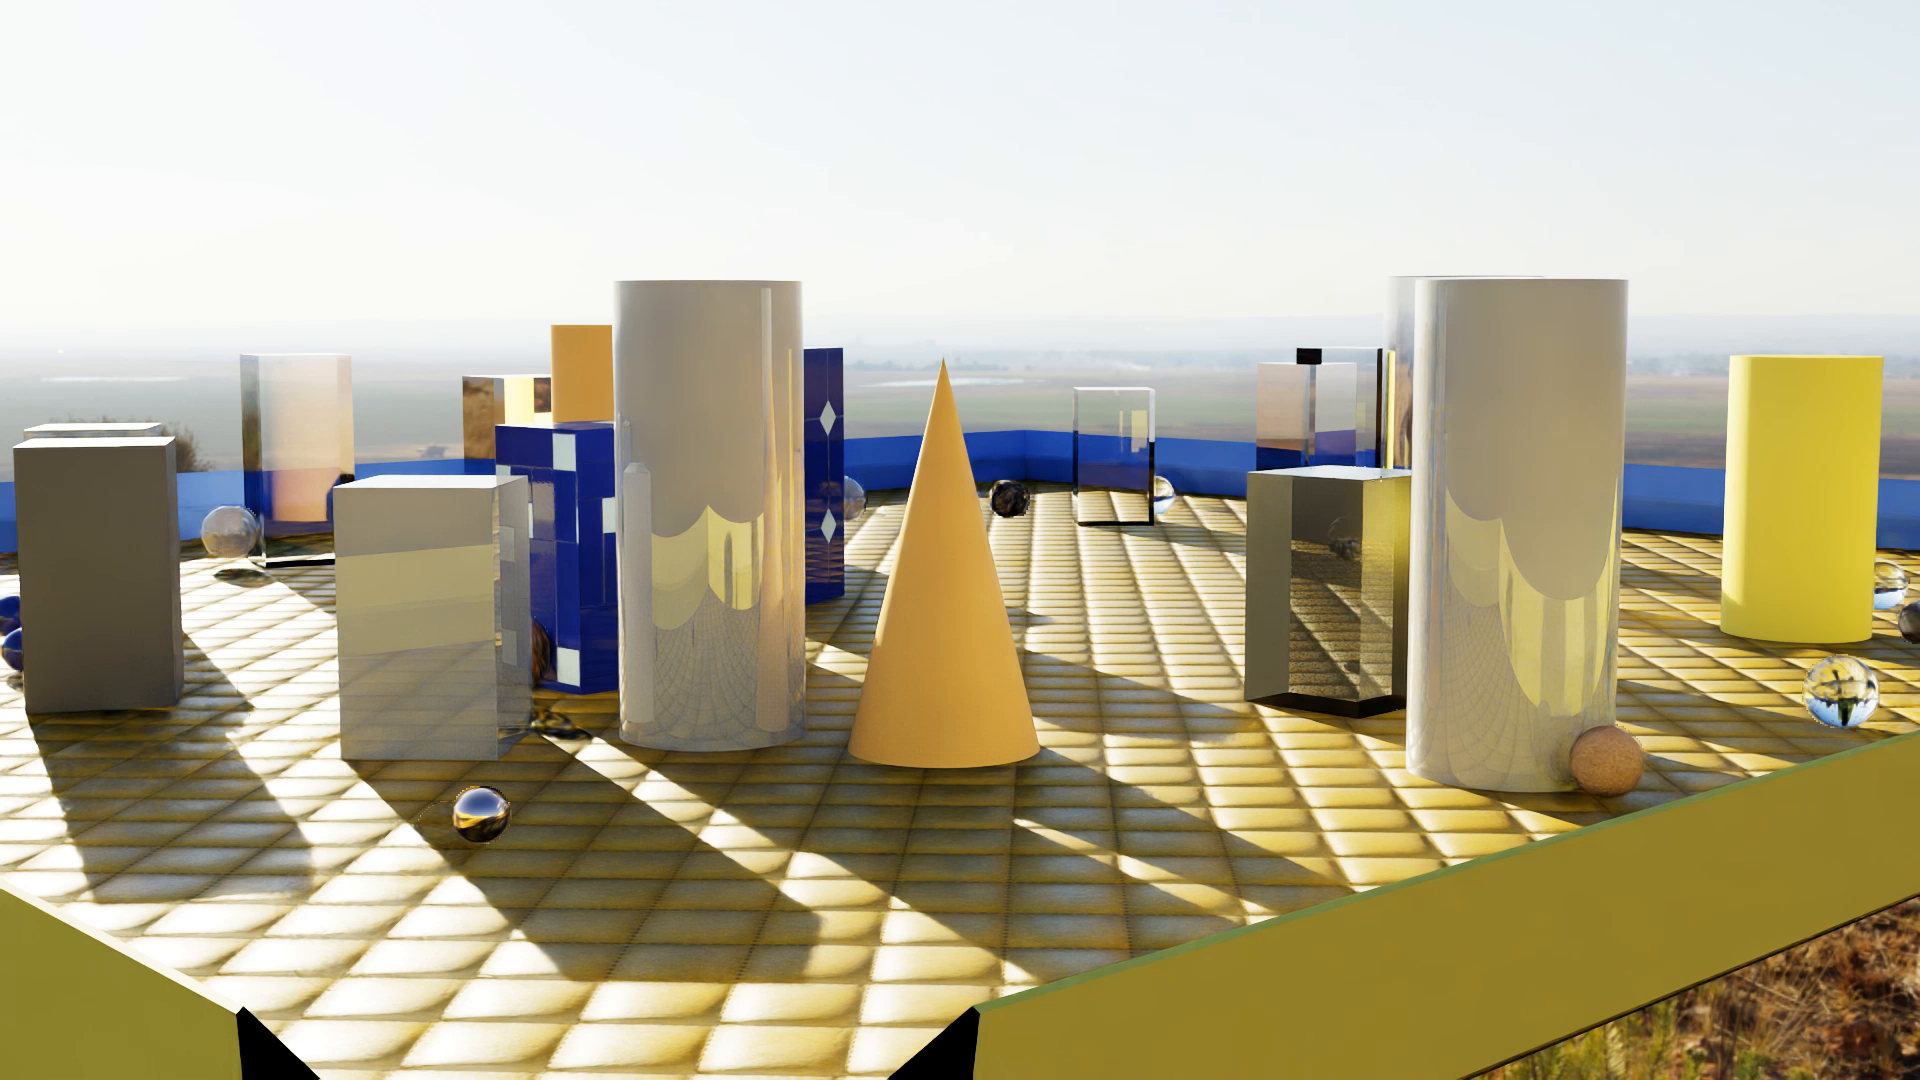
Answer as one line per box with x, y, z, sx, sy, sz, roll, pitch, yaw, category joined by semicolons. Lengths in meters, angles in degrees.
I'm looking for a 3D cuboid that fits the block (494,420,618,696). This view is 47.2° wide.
-0.444;0.016;2.644;0.157;0.308;0.157;5;8;42;block

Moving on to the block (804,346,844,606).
-0.284;-0.102;3.384;0.157;0.387;0.157;3;6;23;block

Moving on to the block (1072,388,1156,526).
0.321;-0.177;4.618;0.157;0.281;0.157;0;6;-1;block

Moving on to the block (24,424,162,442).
-1.223;-0.021;3.122;0.157;0.281;0.157;-1;6;-12;block

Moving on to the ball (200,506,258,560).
-1.270;-0.013;3.823;0.095;0.095;0.095;0;6;0;ball

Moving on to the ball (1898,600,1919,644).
1.286;0.110;2.941;0.058;0.058;0.058;0;6;0;ball

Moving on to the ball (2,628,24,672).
-1.151;0.136;2.708;0.055;0.055;0.055;0;6;0;ball

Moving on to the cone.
-0.017;0.014;2.223;0.197;0.399;0.197;0;6;0;cone

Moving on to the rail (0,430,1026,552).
-1.153;-0.097;4.575;3.655;0.128;0.045;-5;8;-42;rail

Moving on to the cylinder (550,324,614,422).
-0.480;-0.094;3.132;0.197;0.424;0.197;0;6;0;cylinder

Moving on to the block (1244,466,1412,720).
0.436;0.054;2.500;0.157;0.262;0.157;6;8;45;block

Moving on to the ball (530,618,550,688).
-0.524;0.131;2.547;0.098;0.098;0.098;0;6;0;ball

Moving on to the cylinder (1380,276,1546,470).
0.628;-0.086;2.763;0.197;0.486;0.197;0;6;0;cylinder

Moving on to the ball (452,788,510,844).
-0.402;0.231;1.844;0.046;0.046;0.046;0;6;0;ball

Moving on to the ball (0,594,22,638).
-1.280;0.104;2.977;0.062;0.062;0.062;0;6;0;ball

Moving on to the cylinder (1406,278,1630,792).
0.533;-0.012;2.111;0.197;0.473;0.197;0;6;0;cylinder

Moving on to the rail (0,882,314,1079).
-1.326;0.160;2.115;0.045;0.128;3.449;-5;8;-42;rail

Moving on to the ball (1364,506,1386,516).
0.844;-0.045;4.475;0.048;0.048;0.048;0;6;0;ball

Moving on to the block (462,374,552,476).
-0.781;-0.130;3.947;0.157;0.327;0.157;-5;8;-40;block

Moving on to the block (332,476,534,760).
-0.535;0.075;2.250;0.157;0.271;0.157;0;6;2;block

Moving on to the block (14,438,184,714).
-0.981;0.035;2.516;0.157;0.295;0.157;-2;6;-16;block

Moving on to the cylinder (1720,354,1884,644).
1.158;-0.062;3.029;0.197;0.382;0.197;0;6;0;cylinder

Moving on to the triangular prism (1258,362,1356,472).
0.587;-0.133;3.858;0.148;0.352;0.170;4;7;35;triangular prism

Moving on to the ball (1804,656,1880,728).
0.943;0.163;2.352;0.076;0.076;0.076;0;6;0;ball

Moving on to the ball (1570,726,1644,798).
0.592;0.203;2.015;0.066;0.066;0.066;0;6;0;ball

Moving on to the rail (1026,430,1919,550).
1.326;-0.094;4.549;0.045;0.128;3.449;-5;8;-42;rail

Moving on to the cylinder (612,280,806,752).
-0.261;-0.032;2.299;0.197;0.474;0.197;0;6;0;cylinder

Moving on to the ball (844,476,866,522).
-0.248;-0.085;4.612;0.098;0.098;0.098;0;6;0;ball

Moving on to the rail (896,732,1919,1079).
1.153;0.163;2.089;3.655;0.128;0.045;-5;8;-42;rail

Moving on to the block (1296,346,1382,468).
0.777;-0.197;4.381;0.157;0.371;0.157;5;8;40;block

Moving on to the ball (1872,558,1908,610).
1.366;0.066;3.267;0.078;0.078;0.078;0;6;0;ball

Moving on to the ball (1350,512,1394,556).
0.748;-0.010;3.988;0.080;0.080;0.080;0;6;0;ball

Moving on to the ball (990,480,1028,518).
0.104;-0.089;4.726;0.083;0.083;0.083;0;6;0;ball

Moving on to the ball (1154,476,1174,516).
0.422;-0.097;4.782;0.088;0.088;0.088;0;6;0;ball

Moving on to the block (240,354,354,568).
-1.171;-0.144;3.890;0.157;0.367;0.157;-3;7;-29;block
